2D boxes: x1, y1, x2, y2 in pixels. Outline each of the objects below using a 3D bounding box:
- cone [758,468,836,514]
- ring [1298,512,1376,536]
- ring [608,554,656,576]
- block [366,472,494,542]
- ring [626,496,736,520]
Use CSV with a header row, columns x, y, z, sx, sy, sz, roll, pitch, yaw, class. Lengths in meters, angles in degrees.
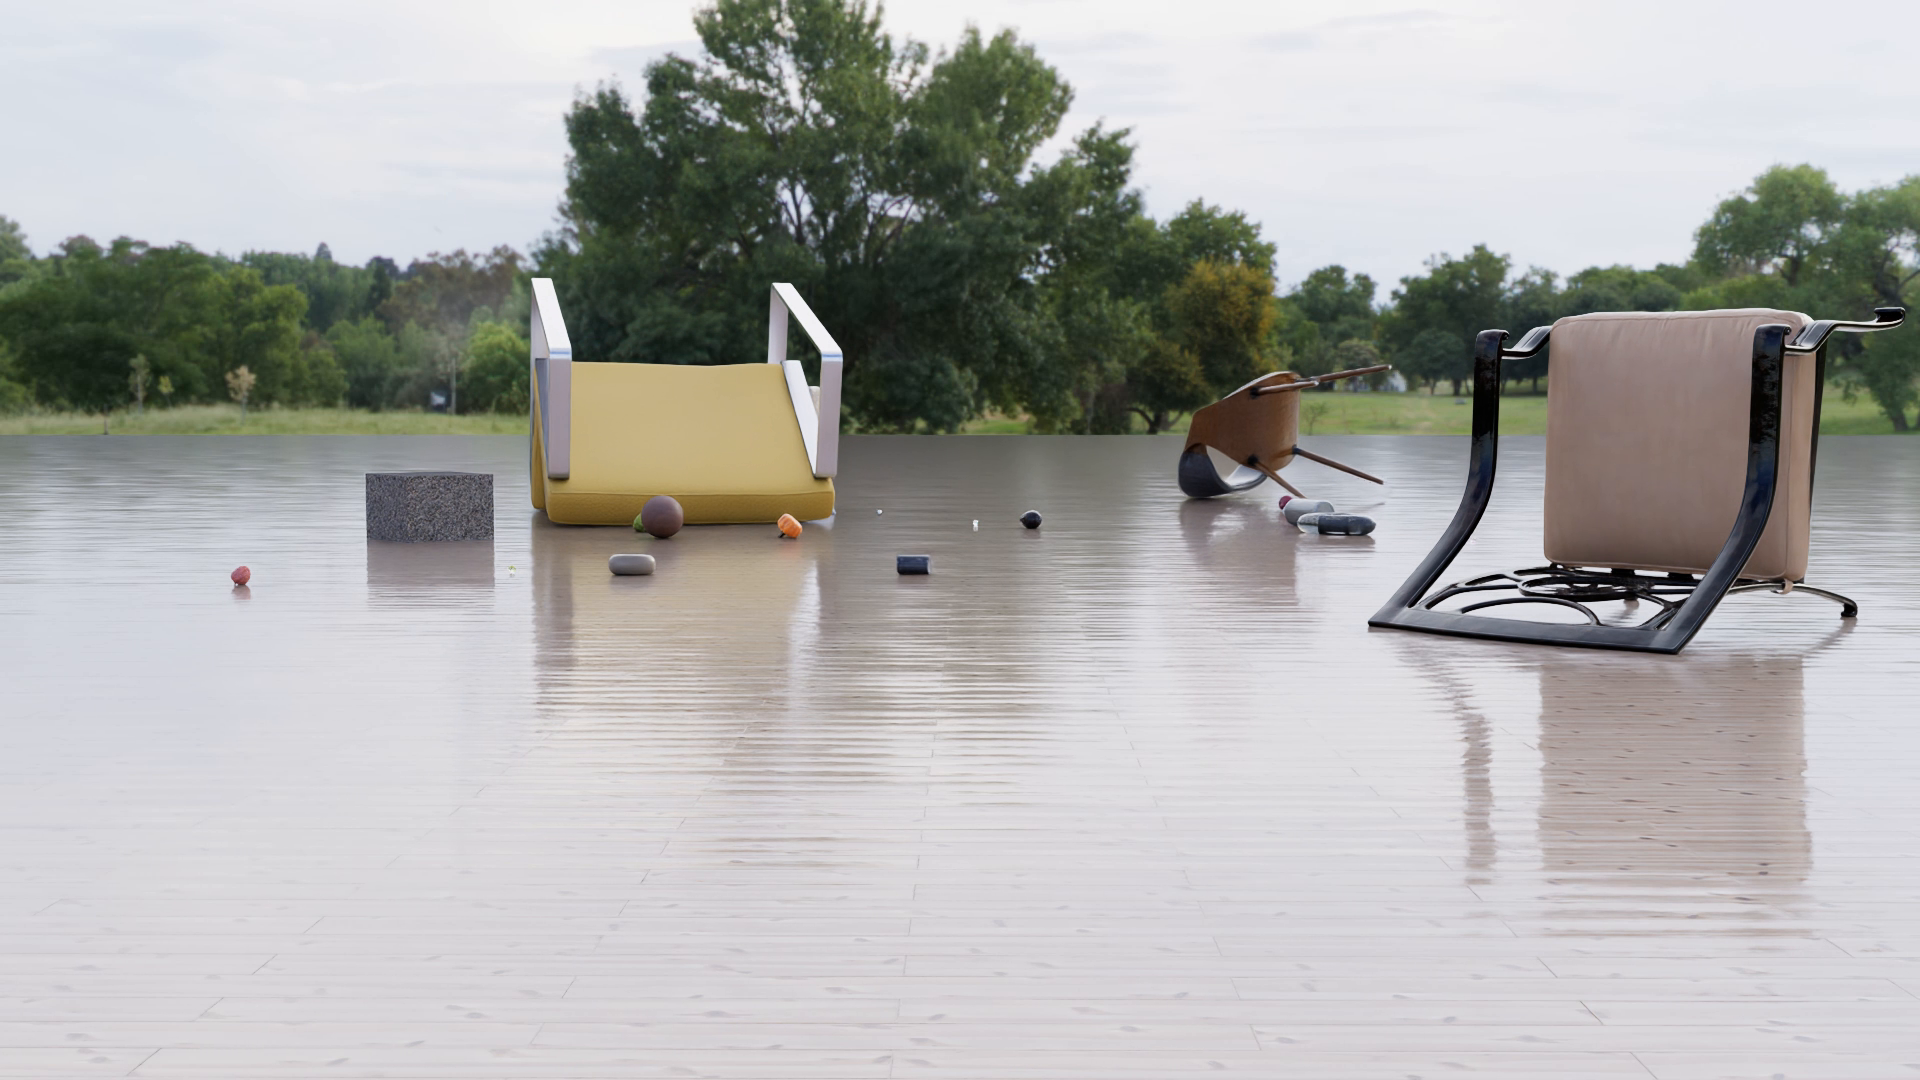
x,y,z,sx,sy,sz,roll,pitch,yaw,class
-0.532,-0.141,8.008,0.303,0.166,0.285,-4,22,-39,cone
1.170,-0.050,6.836,0.270,0.062,0.144,3,6,40,ring
-0.795,0.060,5.329,0.114,0.048,0.071,1,2,-10,ring
-1.595,-0.102,6.612,0.274,0.194,0.298,-3,5,-38,block
-0.970,-0.111,7.629,0.386,0.074,0.305,1,4,3,ring
